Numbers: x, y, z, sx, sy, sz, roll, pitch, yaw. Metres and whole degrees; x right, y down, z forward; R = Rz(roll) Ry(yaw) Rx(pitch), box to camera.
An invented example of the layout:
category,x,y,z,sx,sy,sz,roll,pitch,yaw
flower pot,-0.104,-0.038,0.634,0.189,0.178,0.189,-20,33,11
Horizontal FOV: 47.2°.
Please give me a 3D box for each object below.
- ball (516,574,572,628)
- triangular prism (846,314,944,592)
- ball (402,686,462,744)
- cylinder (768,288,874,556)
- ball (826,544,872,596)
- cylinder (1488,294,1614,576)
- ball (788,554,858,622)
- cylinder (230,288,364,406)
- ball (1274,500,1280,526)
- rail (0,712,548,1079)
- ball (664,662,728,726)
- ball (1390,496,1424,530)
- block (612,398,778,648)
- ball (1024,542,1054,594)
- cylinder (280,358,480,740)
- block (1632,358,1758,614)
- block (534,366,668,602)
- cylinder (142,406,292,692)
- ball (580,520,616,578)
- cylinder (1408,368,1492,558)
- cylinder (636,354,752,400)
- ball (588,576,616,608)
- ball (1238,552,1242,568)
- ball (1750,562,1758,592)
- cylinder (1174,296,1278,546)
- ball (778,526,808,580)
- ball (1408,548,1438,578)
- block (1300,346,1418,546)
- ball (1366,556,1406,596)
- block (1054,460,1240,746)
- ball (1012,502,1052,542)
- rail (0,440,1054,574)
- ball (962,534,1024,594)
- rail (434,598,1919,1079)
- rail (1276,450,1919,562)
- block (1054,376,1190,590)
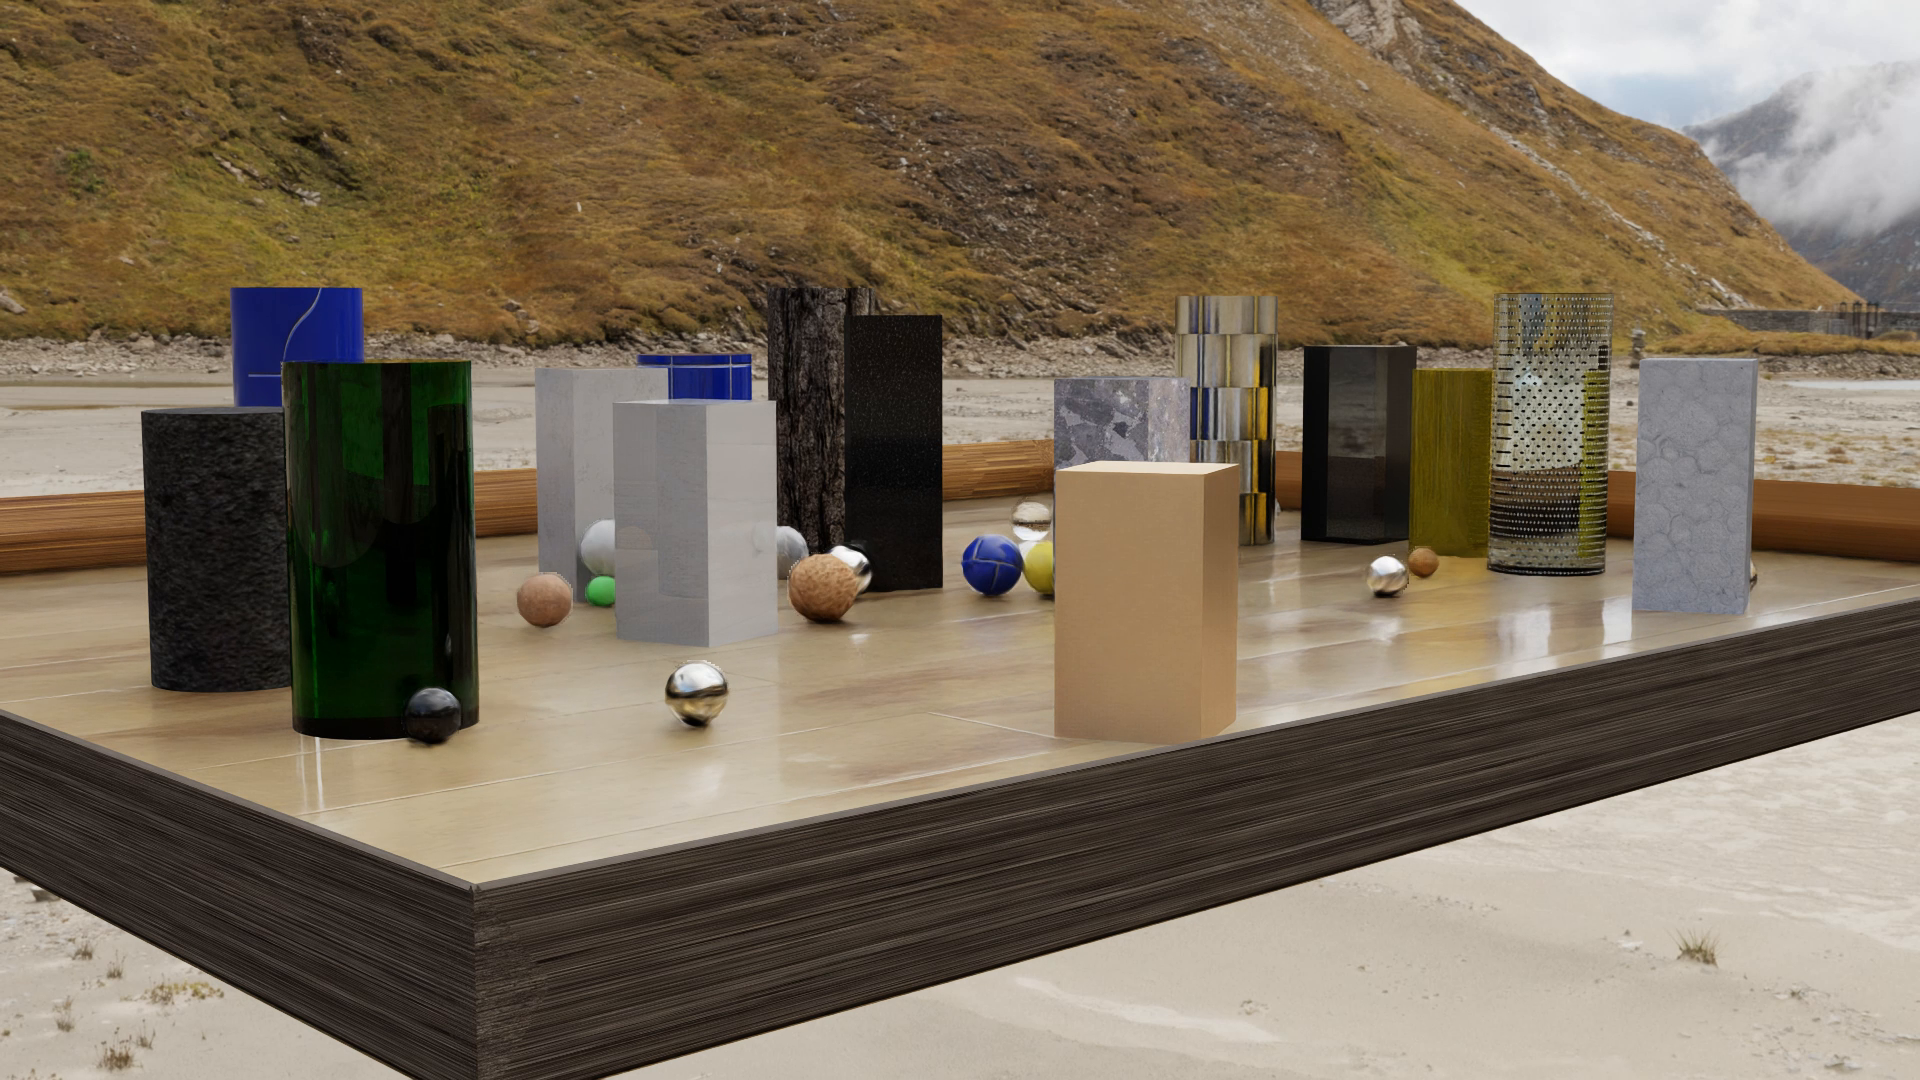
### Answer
category,x,y,z,sx,sy,sz,roll,pitch,yaw
ball,-0.585,0.085,3.094,0.076,0.076,0.076,0,6,0
triangular prism,-0.137,-0.143,3.544,0.170,0.437,0.147,-3,7,-29
ball,-0.544,0.180,2.266,0.059,0.059,0.059,0,6,0
cylinder,-0.252,-0.217,4.026,0.196,0.484,0.196,0,6,0
ball,-0.177,0.049,3.404,0.084,0.084,0.084,0,6,0
cylinder,1.008,-0.184,3.758,0.196,0.472,0.196,0,6,0
ball,-0.196,0.069,3.145,0.098,0.098,0.098,0,6,0
cylinder,-1.023,-0.151,3.416,0.196,0.478,0.196,0,6,0
ball,0.606,-0.058,4.440,0.081,0.081,0.081,0,6,0
rail,-1.188,0.147,2.242,0.045,0.128,2.765,-5,8,-42
ball,-0.283,0.165,2.363,0.068,0.068,0.068,0,6,0
ball,0.908,-0.055,4.475,0.067,0.067,0.067,0,6,0
block,-0.360,-0.028,3.000,0.157,0.321,0.157,4,7,30
ball,0.140,0.043,3.455,0.083,0.083,0.083,0,6,0
cylinder,-0.621,0.003,2.362,0.196,0.391,0.196,0,6,0
block,1.105,-0.085,3.305,0.157,0.371,0.157,2,6,23
block,-0.561,-0.092,3.450,0.157,0.355,0.157,-4,7,-32
cylinder,-0.876,0.006,2.649,0.196,0.325,0.196,0,6,0
ball,-0.529,0.014,3.334,0.090,0.090,0.090,0,6,0
cylinder,0.930,-0.146,4.051,0.196,0.336,0.196,0,6,0
cylinder,-0.455,-0.134,3.778,0.196,0.369,0.196,0,6,0
ball,-0.537,0.077,3.307,0.047,0.047,0.047,0,6,0
ball,0.444,0.032,3.693,0.056,0.056,0.056,0,6,0
ball,1.208,0.057,3.424,0.064,0.064,0.064,0,6,0
cylinder,0.510,-0.233,4.233,0.196,0.471,0.196,0,6,0
ball,-0.296,0.021,3.629,0.092,0.092,0.092,0,6,0
ball,0.773,0.038,3.671,0.050,0.050,0.050,0,6,0
block,0.773,-0.188,4.261,0.157,0.376,0.157,5,8,40
ball,0.665,0.057,3.431,0.063,0.063,0.063,0,6,0
block,0.200,0.062,2.334,0.157,0.279,0.157,2,6,20
ball,0.138,-0.036,4.241,0.078,0.078,0.078,0,6,0
rail,-0.921,-0.071,4.325,3.279,0.128,0.045,-5,8,-42
ball,0.051,0.038,3.447,0.097,0.097,0.097,0,6,0
rail,0.921,0.137,2.339,3.279,0.128,0.045,-5,8,-42
rail,1.188,-0.081,4.422,0.045,0.128,2.765,-5,8,-42
block,0.250,-0.079,3.392,0.157,0.340,0.157,3,7,29
